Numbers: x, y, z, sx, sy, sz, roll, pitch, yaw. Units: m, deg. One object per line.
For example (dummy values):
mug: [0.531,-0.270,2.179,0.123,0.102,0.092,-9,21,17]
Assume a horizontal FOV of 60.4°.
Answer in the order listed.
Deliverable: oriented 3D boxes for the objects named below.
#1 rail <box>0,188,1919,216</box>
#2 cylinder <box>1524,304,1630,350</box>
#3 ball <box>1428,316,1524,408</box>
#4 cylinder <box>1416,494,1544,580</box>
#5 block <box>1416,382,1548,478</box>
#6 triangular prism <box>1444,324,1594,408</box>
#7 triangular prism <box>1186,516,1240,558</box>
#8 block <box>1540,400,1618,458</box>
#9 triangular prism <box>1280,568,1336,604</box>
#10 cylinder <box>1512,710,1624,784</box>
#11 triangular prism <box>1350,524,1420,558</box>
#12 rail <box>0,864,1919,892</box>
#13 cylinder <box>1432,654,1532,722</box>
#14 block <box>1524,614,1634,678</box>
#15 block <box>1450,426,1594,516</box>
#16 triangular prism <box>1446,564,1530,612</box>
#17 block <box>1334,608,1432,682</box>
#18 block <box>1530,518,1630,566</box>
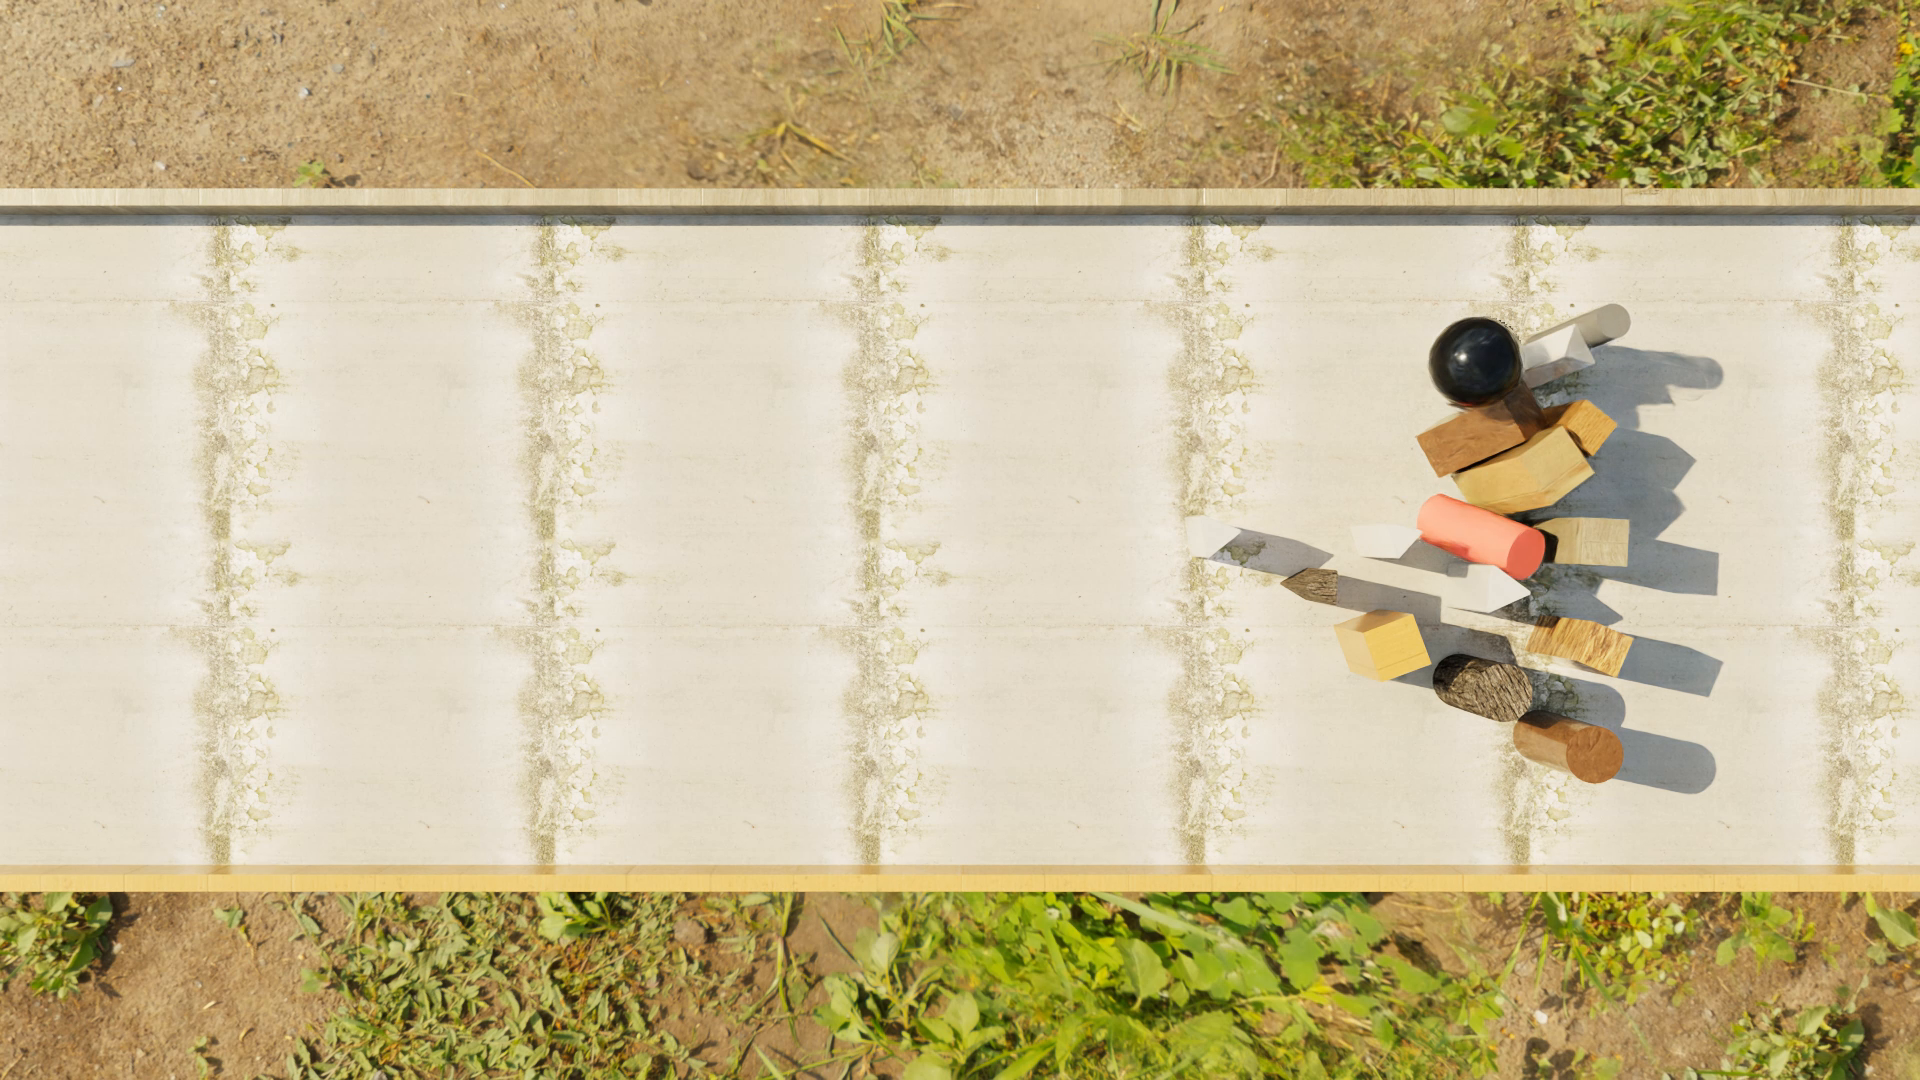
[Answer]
rail: [-2.247,-1.025,5.002,12.000,0.150,0.050,0,90,0]
cylinder: [1.803,-0.597,4.844,0.100,0.454,0.100,1,86,-7]
ball: [1.446,-0.498,4.632,0.256,0.256,0.256,0,90,0]
cylinder: [1.538,-0.013,4.888,0.156,0.354,0.156,-12,114,-29]
block: [1.549,-0.326,4.905,0.145,0.323,0.145,-30,90,-39]
triangular prism: [1.641,-0.511,4.874,0.124,0.449,0.107,9,71,-30]
triangular prism: [0.727,-0.029,4.913,0.123,0.328,0.107,-38,90,0]
block: [1.794,-0.320,4.888,0.115,0.378,0.115,38,90,0]
triangular prism: [1.048,0.122,4.881,0.099,0.392,0.085,31,90,0]
cylinder: [1.782,0.603,4.854,0.162,0.446,0.162,0,90,0]
triangular prism: [1.233,-0.016,4.857,0.088,0.440,0.102,42,90,0]
rail: [-2.247,1.025,5.001,12.000,0.150,0.050,0,90,0]
cylinder: [1.538,0.433,4.871,0.166,0.411,0.166,0,90,0]
block: [1.816,0.309,4.858,0.120,0.438,0.120,23,90,0]
block: [1.644,-0.193,4.847,0.163,0.434,0.163,-35,91,-10]
triangular prism: [1.530,0.124,4.872,0.133,0.410,0.115,-24,90,0]
block: [1.246,0.309,4.887,0.151,0.378,0.151,-21,90,0]
block: [1.815,0.005,4.859,0.132,0.434,0.132,3,90,0]
